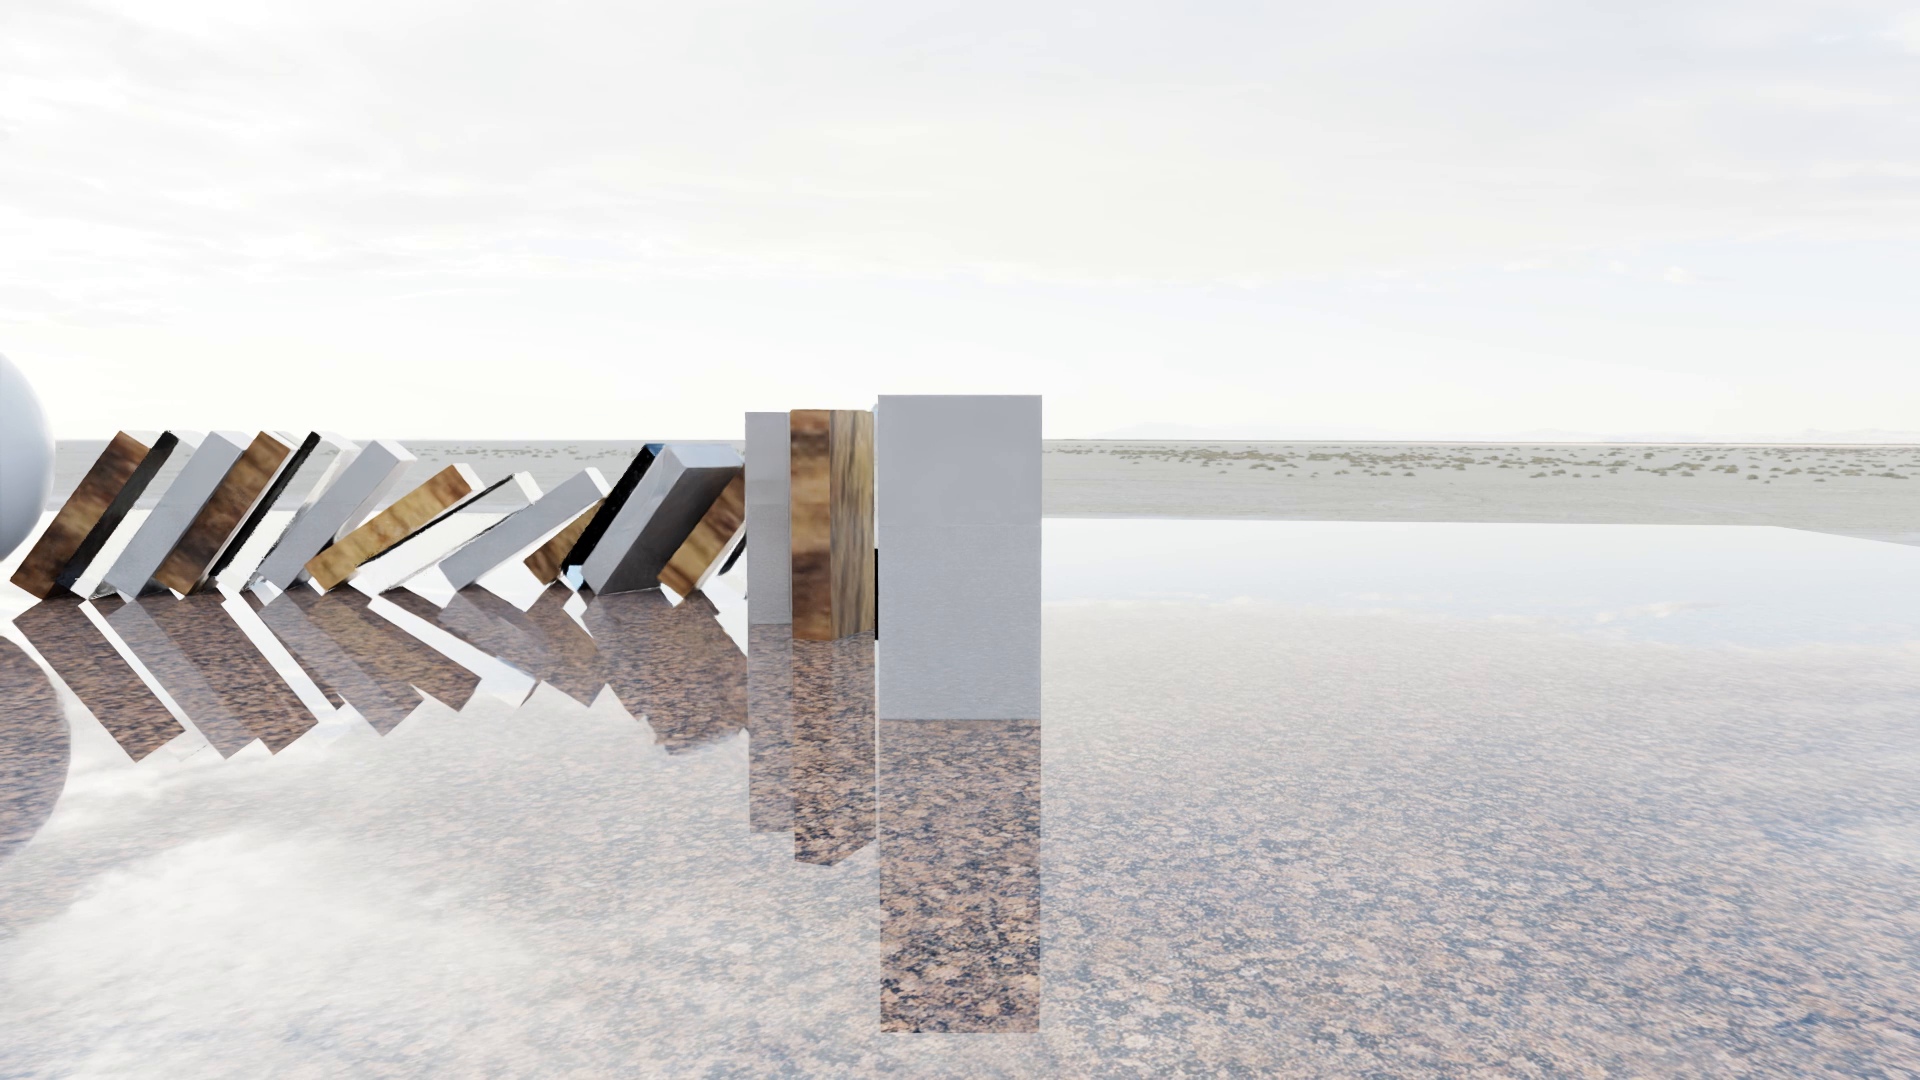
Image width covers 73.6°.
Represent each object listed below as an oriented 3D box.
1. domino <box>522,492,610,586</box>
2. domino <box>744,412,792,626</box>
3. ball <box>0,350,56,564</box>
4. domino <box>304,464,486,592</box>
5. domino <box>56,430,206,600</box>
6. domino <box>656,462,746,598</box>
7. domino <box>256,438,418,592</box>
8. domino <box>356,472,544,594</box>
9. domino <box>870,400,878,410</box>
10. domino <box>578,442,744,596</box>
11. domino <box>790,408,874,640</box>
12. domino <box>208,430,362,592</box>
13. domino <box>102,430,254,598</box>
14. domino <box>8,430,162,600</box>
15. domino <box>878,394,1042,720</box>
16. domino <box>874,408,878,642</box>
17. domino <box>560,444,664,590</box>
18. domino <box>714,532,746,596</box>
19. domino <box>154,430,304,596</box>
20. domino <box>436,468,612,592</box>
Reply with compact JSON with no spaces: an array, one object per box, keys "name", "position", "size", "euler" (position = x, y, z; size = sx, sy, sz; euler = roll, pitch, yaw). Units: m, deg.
[{"name":"domino","position":[-0.108,-0.006,0.391],"size":[0.050,0.009,0.025],"euler":[-39,7,-4]},{"name":"domino","position":[-0.038,-0.005,0.306],"size":[0.025,0.050,0.010],"euler":[-1,4,-9]},{"name":"ball","position":[-0.281,-0.022,0.329],"size":[0.080,0.080,0.080],"euler":[0,4,0]},{"name":"domino","position":[-0.167,-0.004,0.382],"size":[0.050,0.010,0.025],"euler":[-36,10,-7]},{"name":"domino","position":[-0.231,-0.008,0.363],"size":[0.010,0.050,0.025],"euler":[35,-4,-13]},{"name":"domino","position":[-0.064,-0.007,0.363],"size":[0.009,0.050,0.025],"euler":[38,3,-3]},{"name":"domino","position":[-0.185,-0.008,0.383],"size":[0.009,0.050,0.025],"euler":[41,-5,-12]},{"name":"domino","position":[-0.148,-0.003,0.376],"size":[0.050,0.009,0.025],"euler":[-32,8,-5]},{"name":"domino","position":[-0.025,-0.012,0.358],"size":[0.025,0.050,0.010],"euler":[34,1,-38]},{"name":"domino","position":[-0.084,-0.006,0.362],"size":[0.010,0.050,0.025],"euler":[49,26,18]},{"name":"domino","position":[-0.028,-0.004,0.289],"size":[0.010,0.050,0.025],"euler":[2,5,22]},{"name":"domino","position":[-0.199,-0.009,0.379],"size":[0.009,0.050,0.025],"euler":[35,-4,-13]},{"name":"domino","position":[-0.219,-0.008,0.365],"size":[0.010,0.050,0.025],"euler":[35,-4,-13]},{"name":"domino","position":[-0.242,-0.008,0.362],"size":[0.010,0.050,0.025],"euler":[35,-4,-13]},{"name":"domino","position":[0.000,0.002,0.201],"size":[0.025,0.050,0.009],"euler":[0,4,0]},{"name":"domino","position":[-0.005,-0.003,0.279],"size":[0.025,0.050,0.009],"euler":[-3,5,-35]},{"name":"domino","position":[-0.093,-0.007,0.373],"size":[0.010,0.050,0.025],"euler":[50,26,18]},{"name":"domino","position":[-0.049,-0.008,0.366],"size":[0.010,0.050,0.025],"euler":[35,5,1]},{"name":"domino","position":[-0.209,-0.008,0.371],"size":[0.009,0.050,0.025],"euler":[35,-4,-13]},{"name":"domino","position":[-0.129,-0.004,0.383],"size":[0.050,0.010,0.025],"euler":[-34,8,-5]}]
